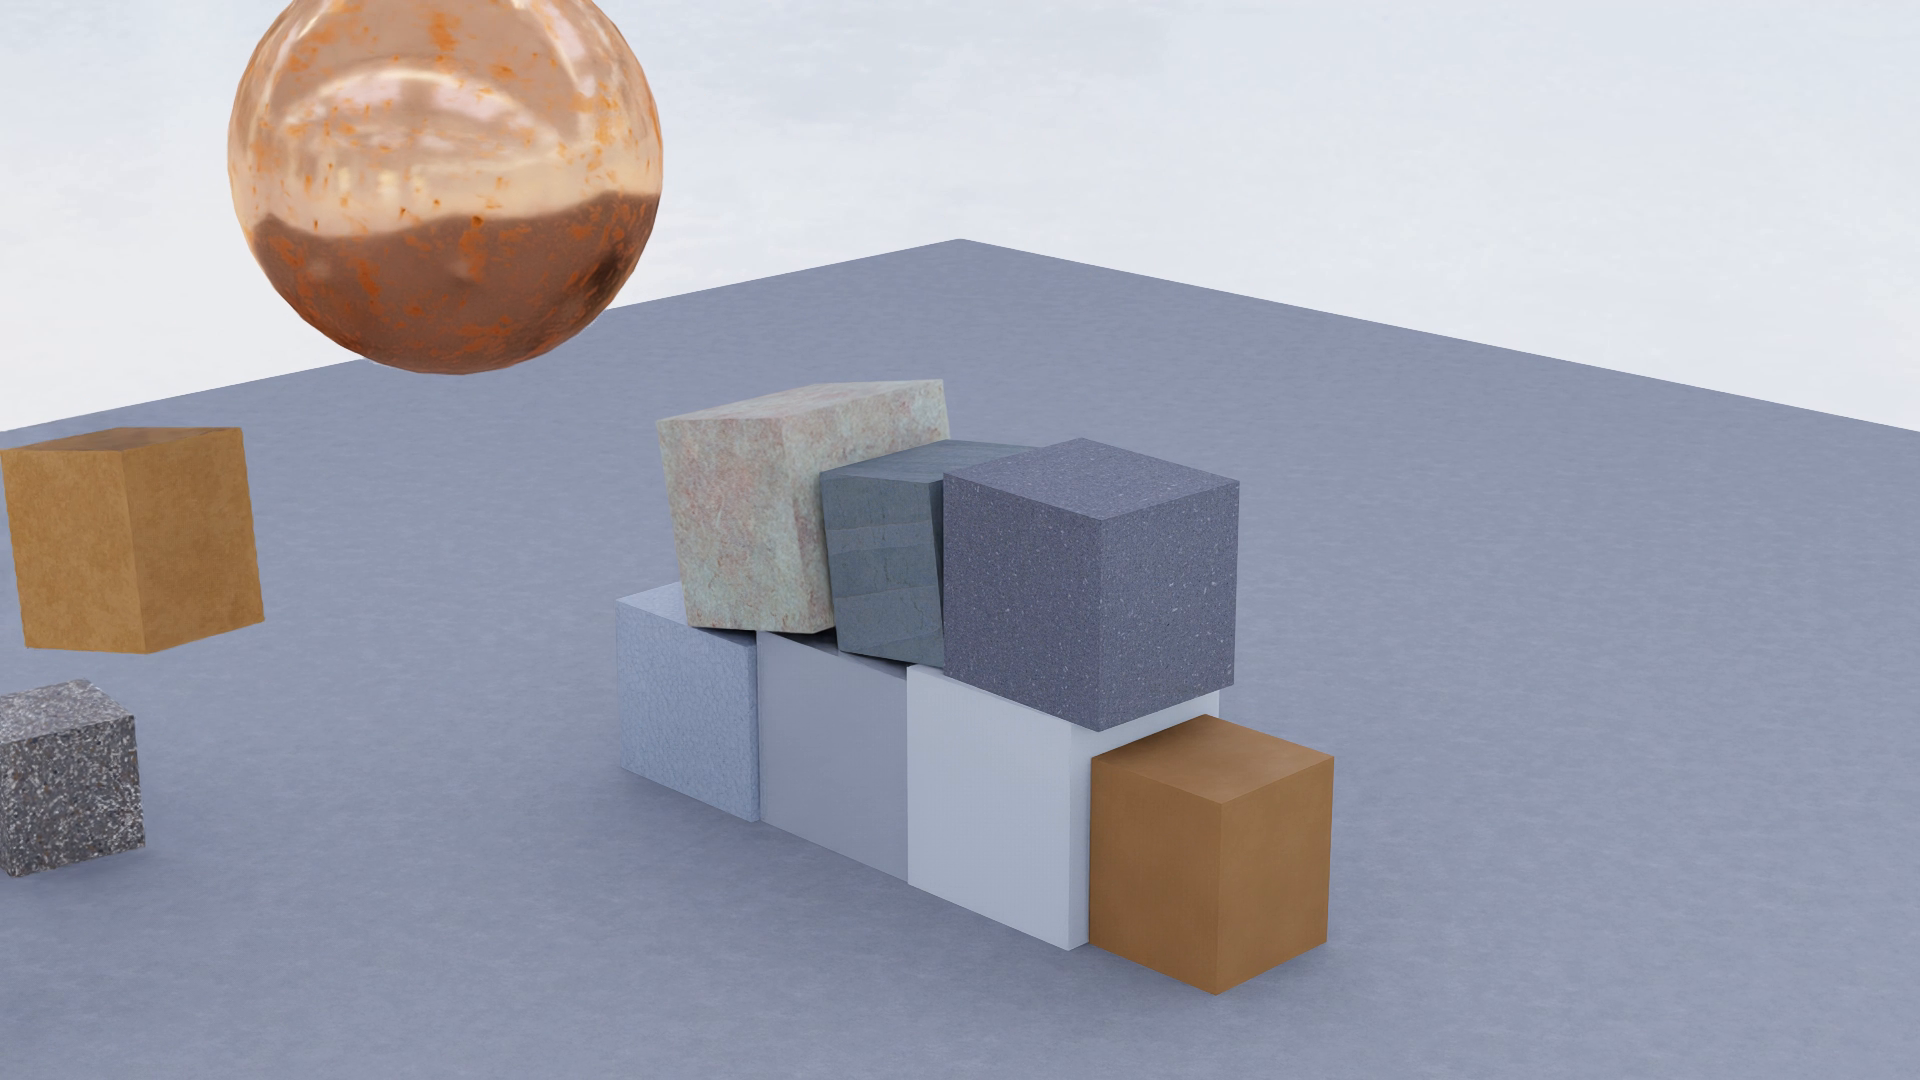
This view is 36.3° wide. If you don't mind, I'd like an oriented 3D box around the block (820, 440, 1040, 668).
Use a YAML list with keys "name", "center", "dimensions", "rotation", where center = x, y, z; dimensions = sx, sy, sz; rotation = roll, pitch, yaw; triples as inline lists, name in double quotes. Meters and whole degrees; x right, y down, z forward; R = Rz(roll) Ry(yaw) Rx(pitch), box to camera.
- name: "block"
  center: [-0.063, 0.045, 13.402]
  dimensions: [0.804, 0.835, 0.716]
  rotation: [-16, 16, -42]

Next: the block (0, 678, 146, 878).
- name: "block"
  center: [-4.263, 1.105, 13.734]
  dimensions: [0.631, 0.656, 0.624]
  rotation: [-12, 21, -34]

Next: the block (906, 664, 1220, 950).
- name: "block"
  center: [0.460, 1.069, 13.193]
  dimensions: [0.973, 1.049, 0.996]
  rotation: [-17, 24, -42]

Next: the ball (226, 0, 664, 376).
- name: "ball"
  center: [-1.903, -1.413, 10.903]
  dimensions: [1.600, 1.600, 1.600]
  rotation: [0, 17, 0]

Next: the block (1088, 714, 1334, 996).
- name: "block"
  center: [1.079, 1.339, 12.639]
  dimensions: [0.744, 0.866, 0.723]
  rotation: [-17, 24, -42]

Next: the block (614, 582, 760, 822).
- name: "block"
  center: [-0.978, 0.713, 14.598]
  dimensions: [1.047, 0.887, 0.997]
  rotation: [-17, 24, -42]

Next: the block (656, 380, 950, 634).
- name: "block"
  center: [-0.694, -0.175, 13.994]
  dimensions: [1.024, 1.001, 0.916]
  rotation: [-16, 12, -42]

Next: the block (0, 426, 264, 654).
- name: "block"
  center: [-3.560, -0.013, 12.636]
  dimensions: [0.734, 0.859, 0.689]
  rotation: [1, 11, 32]

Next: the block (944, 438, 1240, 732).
- name: "block"
  center: [0.563, 0.172, 12.752]
  dimensions: [0.845, 0.929, 0.955]
  rotation: [-16, 23, -41]

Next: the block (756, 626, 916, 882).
- name: "block"
  center: [-0.248, 0.883, 13.905]
  dimensions: [0.982, 0.977, 1.020]
  rotation: [-17, 24, -42]
